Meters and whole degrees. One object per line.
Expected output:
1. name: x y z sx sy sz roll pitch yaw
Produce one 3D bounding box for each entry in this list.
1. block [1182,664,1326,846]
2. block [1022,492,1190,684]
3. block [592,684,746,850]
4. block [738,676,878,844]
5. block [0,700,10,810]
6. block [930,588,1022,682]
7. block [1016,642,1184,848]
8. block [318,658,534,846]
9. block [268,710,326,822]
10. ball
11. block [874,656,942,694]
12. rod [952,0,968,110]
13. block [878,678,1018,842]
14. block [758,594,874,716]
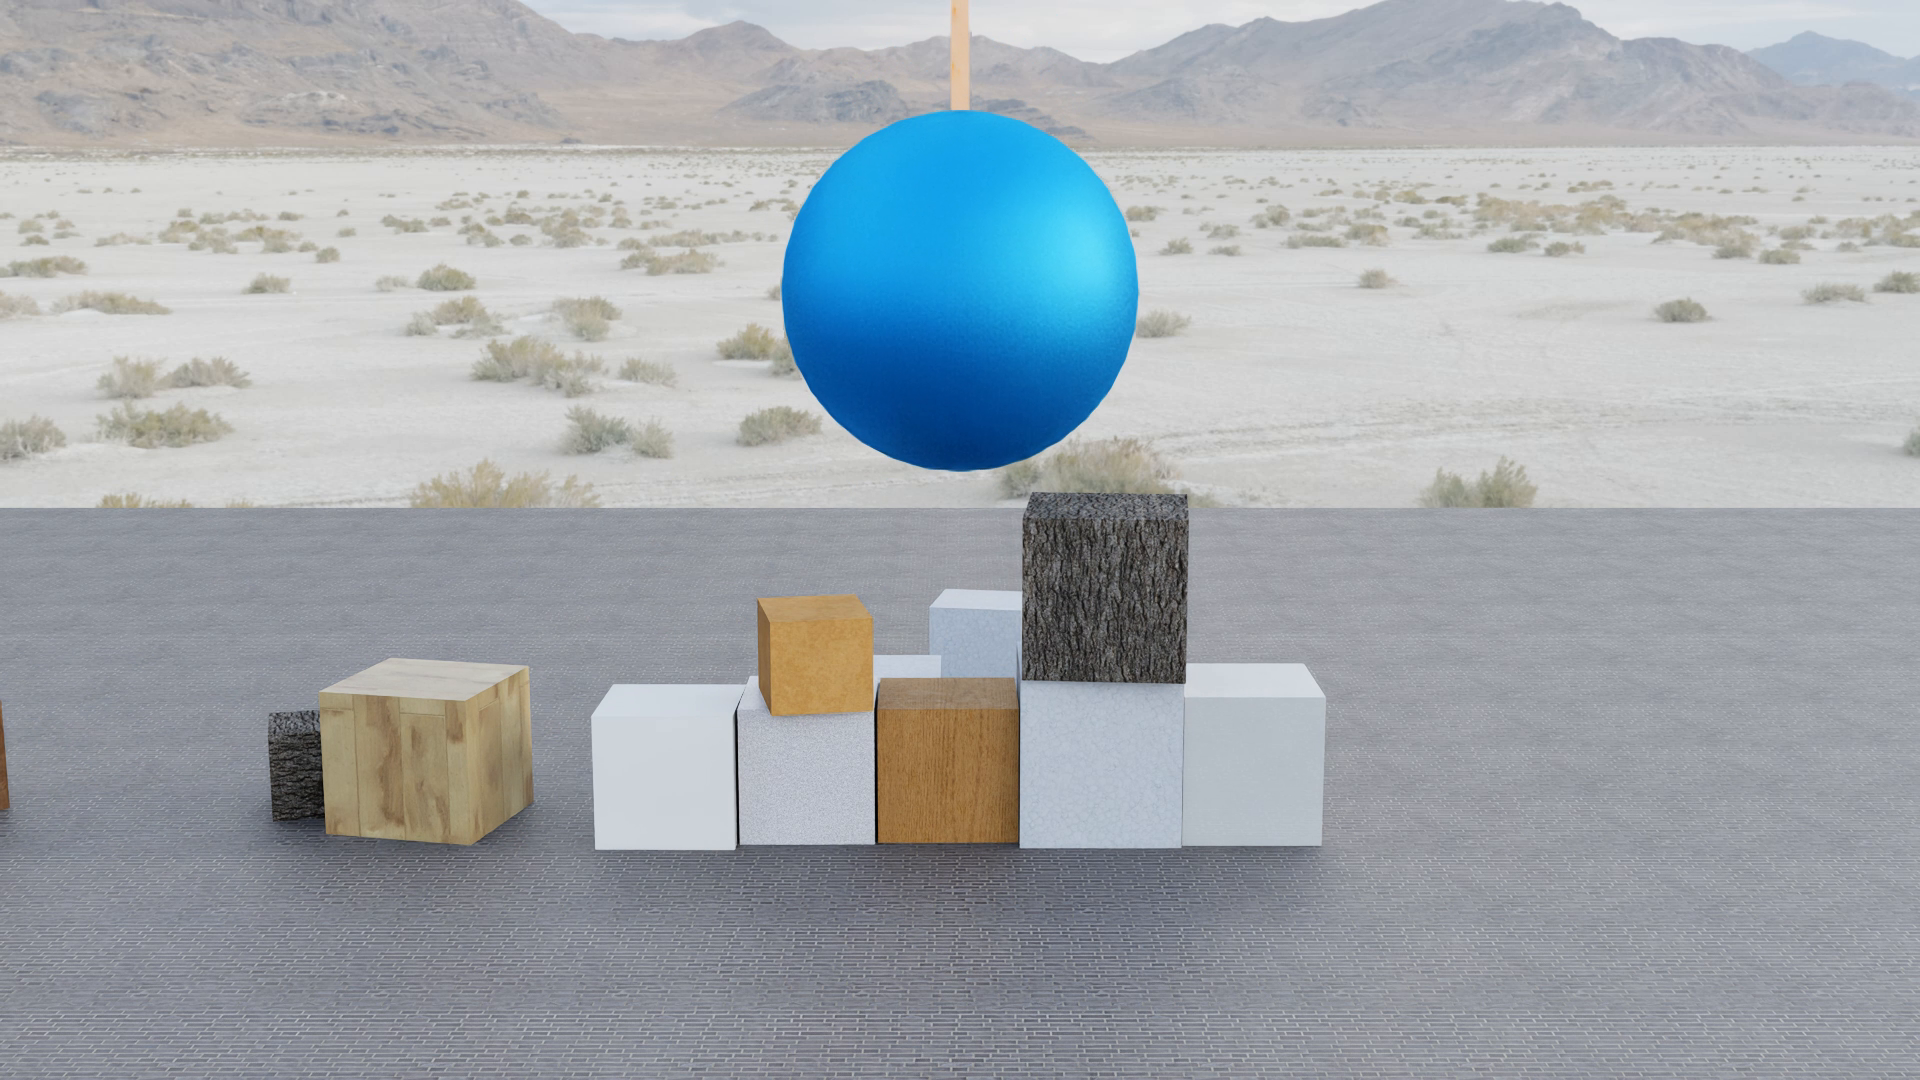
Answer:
1. block: 1.471 1.098 11.376 0.705 0.769 0.722 0 10 0
2. block: 0.742 0.227 11.135 0.806 0.813 0.803 1 10 5
3. block: -1.474 1.156 11.282 0.700 0.690 0.652 0 10 1
4. block: -0.772 1.130 11.388 0.682 0.703 0.698 0 10 0
5. block: -5.531 1.152 11.580 0.716 0.590 0.621 6 12 29
6. block: 0.146 0.672 14.226 0.590 0.588 0.582 2 10 10
7. block: 0.707 1.043 11.374 0.811 0.878 0.822 0 10 0
8. block: -2.772 1.088 11.483 0.805 0.750 0.762 2 11 13
9. block: -3.453 1.191 11.712 0.414 0.467 0.461 -3 11 -16
10. ball: 0.000 -1.104 9.831 1.600 1.600 1.600 0 10 0
11. block: -0.423 1.019 12.196 0.636 0.631 0.638 0 10 0
12. rod: 0.000 -4.504 9.864 0.080 5.200 0.080 0 -1 0
13. block: -0.063 1.131 11.398 0.709 0.697 0.658 0 10 -1
14. block: -0.738 0.576 11.151 0.511 0.473 0.594 -2 11 -11
